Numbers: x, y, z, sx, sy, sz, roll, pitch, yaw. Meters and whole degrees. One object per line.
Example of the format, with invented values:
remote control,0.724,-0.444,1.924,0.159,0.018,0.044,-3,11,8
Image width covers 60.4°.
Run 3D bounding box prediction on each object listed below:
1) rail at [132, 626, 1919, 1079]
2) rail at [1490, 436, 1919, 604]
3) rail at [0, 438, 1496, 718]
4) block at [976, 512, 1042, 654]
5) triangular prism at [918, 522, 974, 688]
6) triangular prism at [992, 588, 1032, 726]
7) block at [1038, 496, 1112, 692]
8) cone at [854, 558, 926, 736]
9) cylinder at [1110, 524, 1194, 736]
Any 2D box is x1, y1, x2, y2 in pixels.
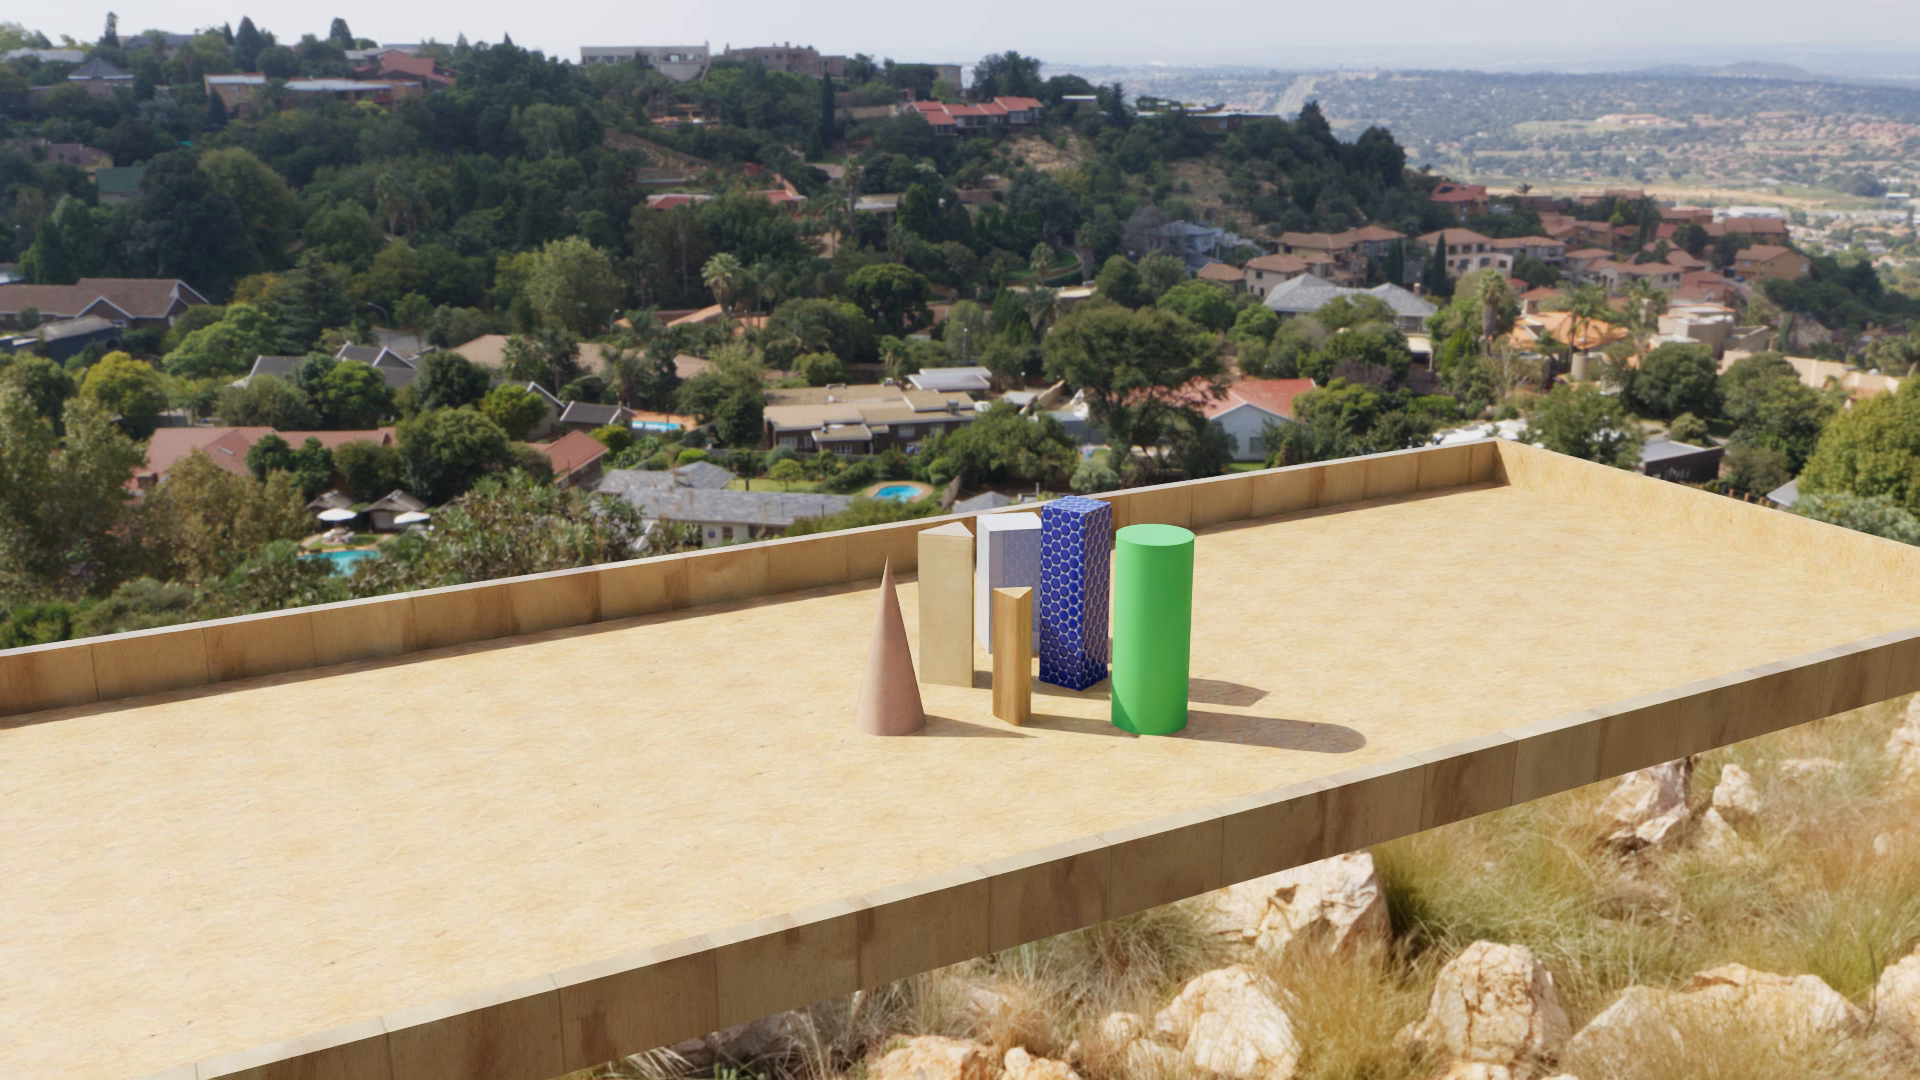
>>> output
rail,-2.336,1.006,1.665,12.000,0.150,0.050,-9,18,-27
rail,2.466,-0.048,5.253,0.050,0.150,2.100,-9,18,-27
rail,-3.305,0.497,3.399,12.000,0.150,0.050,-9,18,-27
block,0.136,0.112,4.376,0.155,0.336,0.155,-3,17,-11
triangular prism,-0.019,0.158,4.123,0.140,0.391,0.122,4,17,15
triangular prism,0.137,0.269,3.880,0.079,0.316,0.091,-12,20,-35
block,0.286,0.131,4.099,0.125,0.456,0.125,12,20,35
cone,-0.165,0.231,3.834,0.170,0.414,0.170,0,16,0
cylinder,0.447,0.207,3.839,0.179,0.457,0.179,0,16,0
